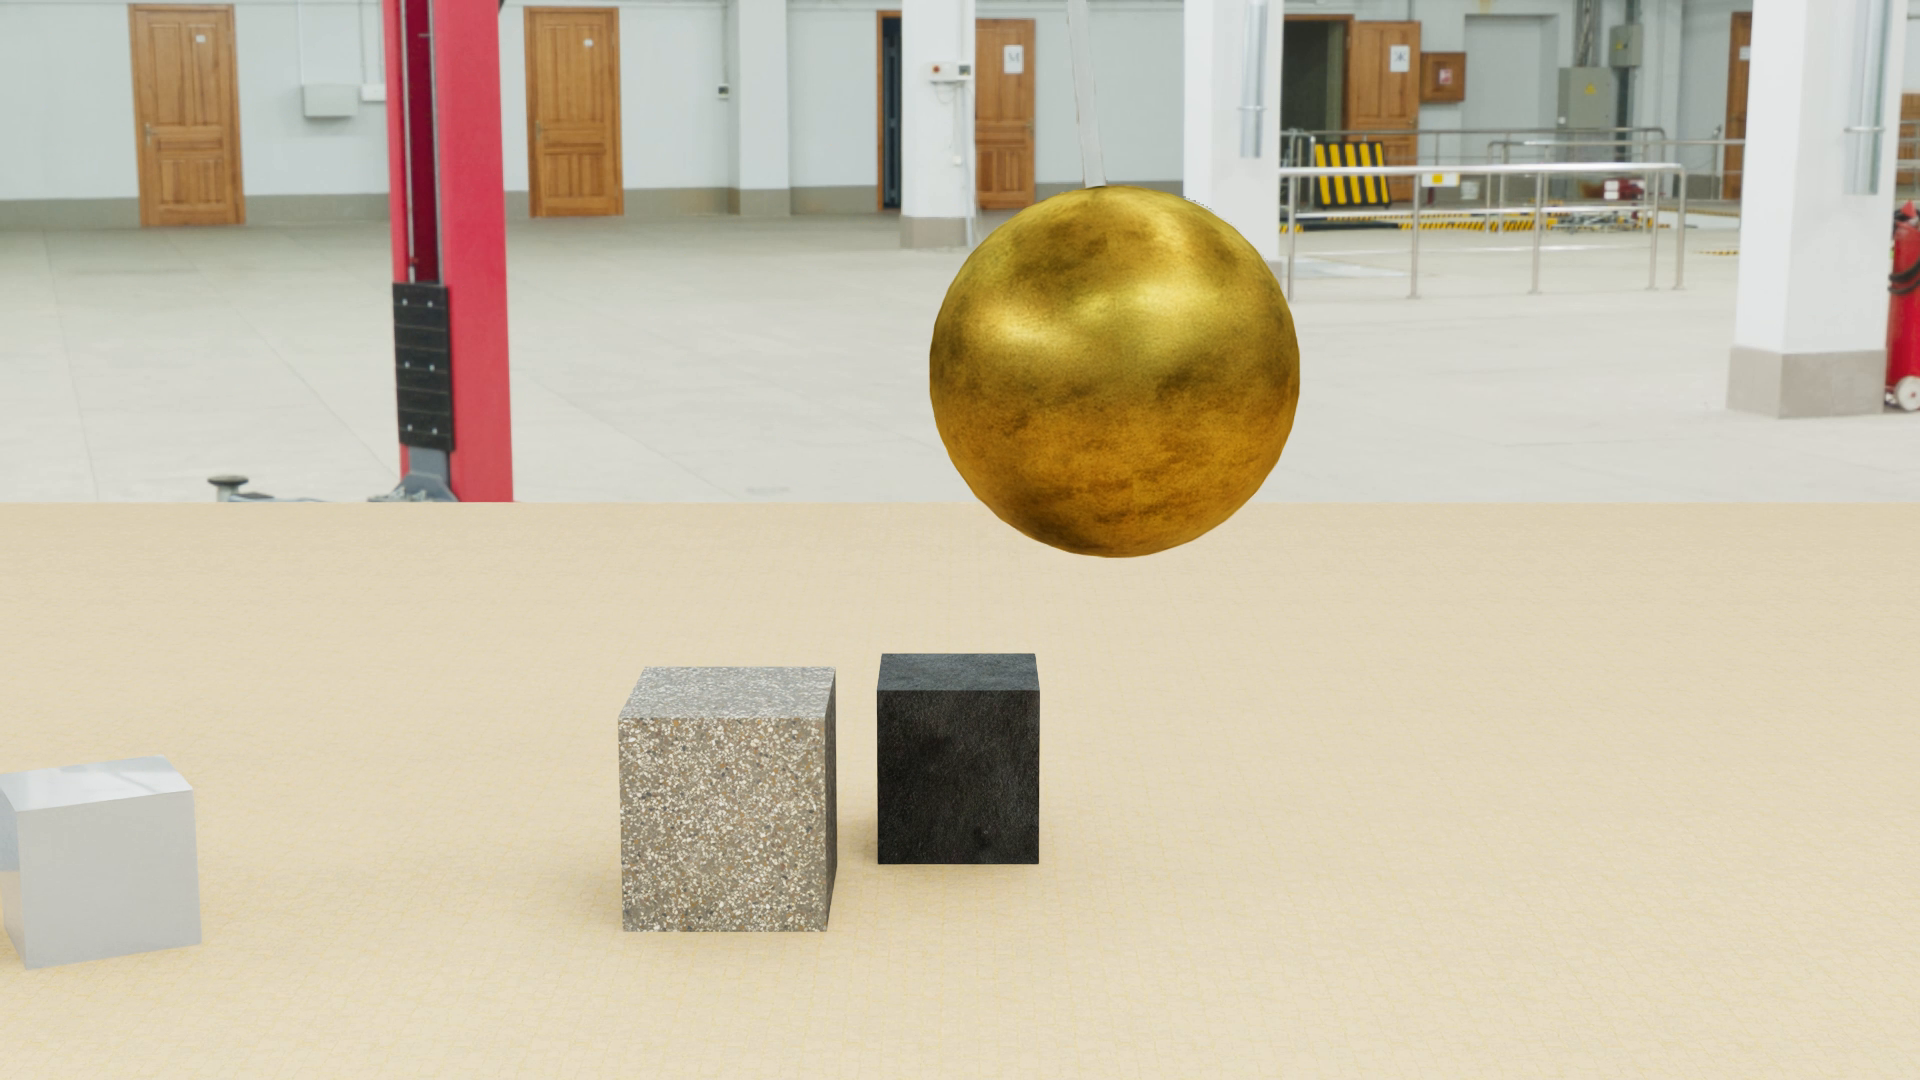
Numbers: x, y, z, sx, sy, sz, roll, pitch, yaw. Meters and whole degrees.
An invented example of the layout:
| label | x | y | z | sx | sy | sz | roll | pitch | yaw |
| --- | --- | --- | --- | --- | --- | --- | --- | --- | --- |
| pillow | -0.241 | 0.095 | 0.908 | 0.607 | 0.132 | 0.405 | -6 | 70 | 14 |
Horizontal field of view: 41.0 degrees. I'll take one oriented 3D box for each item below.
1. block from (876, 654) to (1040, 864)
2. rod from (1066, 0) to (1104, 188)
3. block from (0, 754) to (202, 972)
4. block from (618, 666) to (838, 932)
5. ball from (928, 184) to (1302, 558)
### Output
| label | x | y | z | sx | sy | sz | roll | pitch | yaw |
| --- | --- | --- | --- | --- | --- | --- | --- | --- | --- |
| block | -0.007 | 0.997 | 11.832 | 0.726 | 0.805 | 0.742 | 0 | 10 | 0 |
| rod | 0.287 | -4.046 | 10.445 | 0.080 | 5.200 | 0.080 | -6 | 10 | 1 |
| block | -3.542 | 1.310 | 10.532 | 0.682 | 0.654 | 0.612 | -5 | 12 | -28 |
| block | -0.974 | 1.093 | 11.000 | 0.844 | 0.915 | 0.915 | 0 | 10 | 0 |
| ball | 0.662 | -0.721 | 11.049 | 1.600 | 1.600 | 1.600 | 0 | 10 | 0 |
